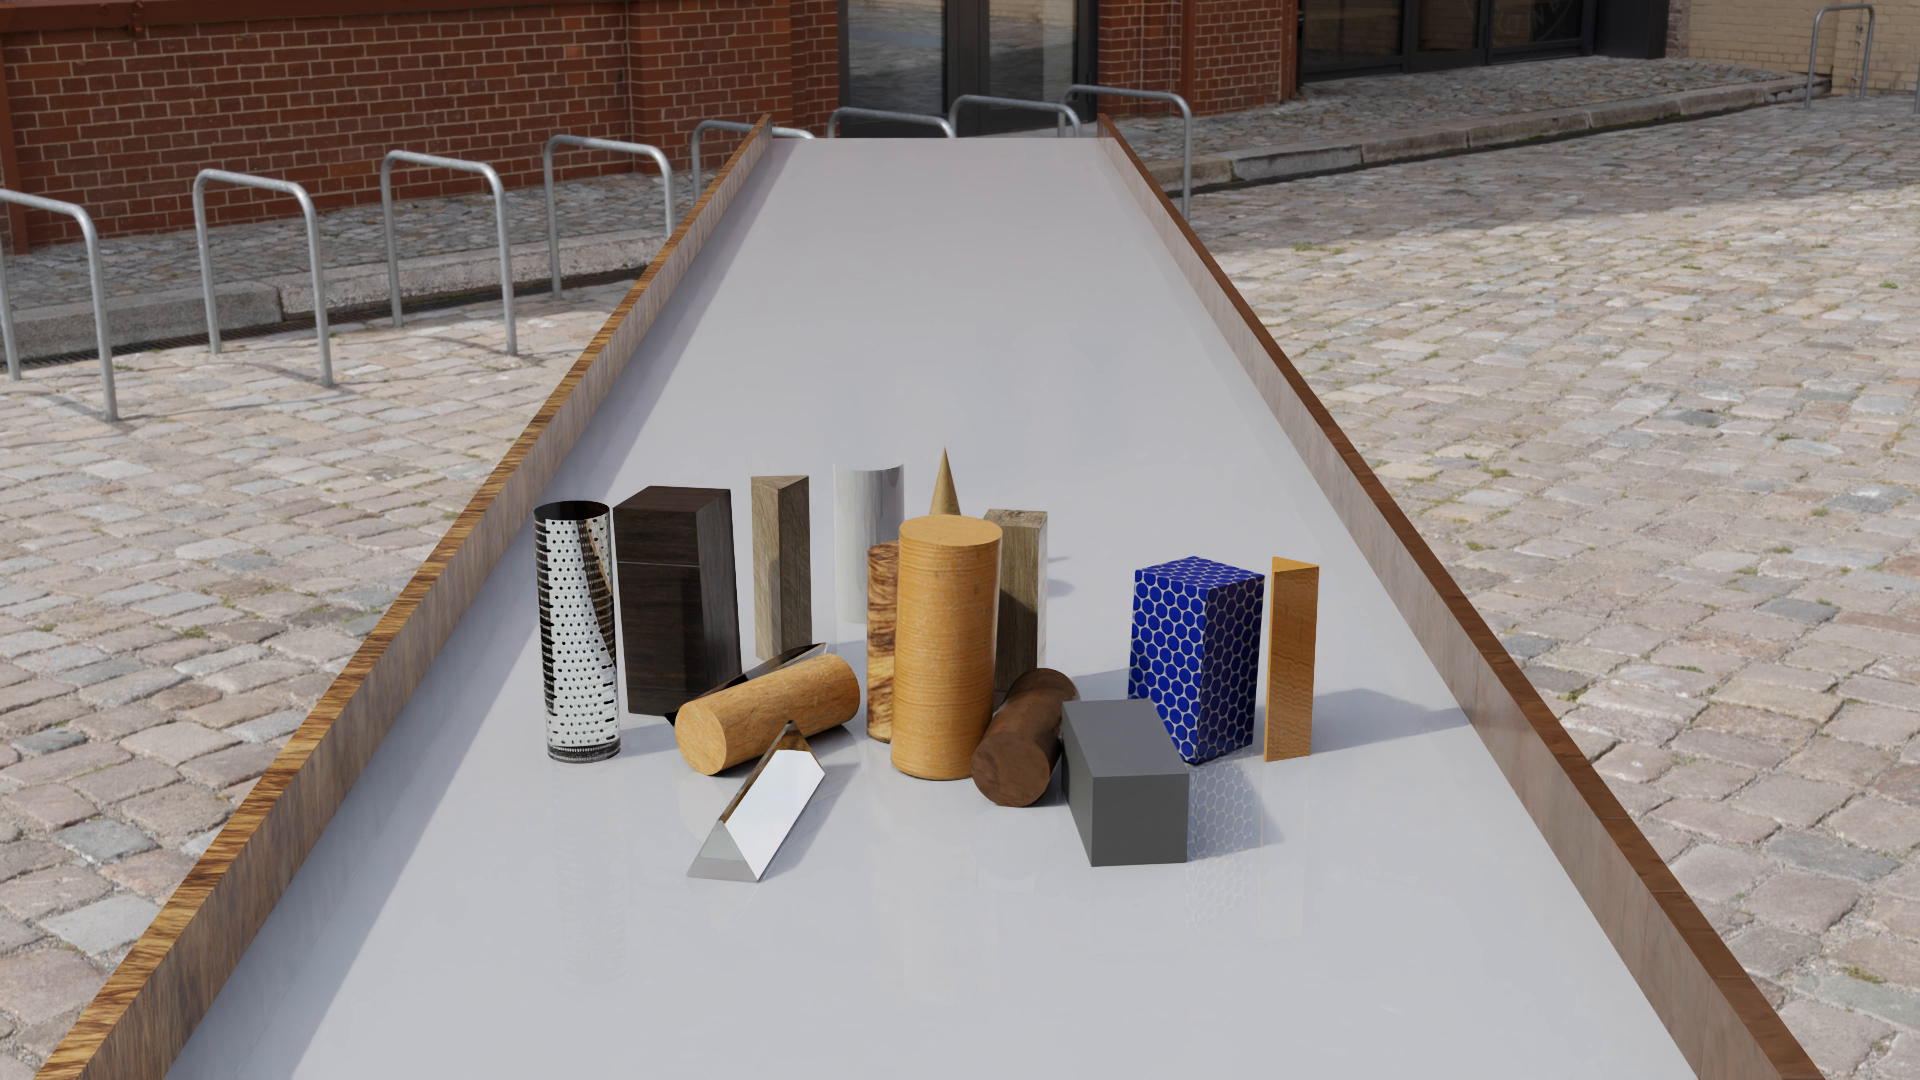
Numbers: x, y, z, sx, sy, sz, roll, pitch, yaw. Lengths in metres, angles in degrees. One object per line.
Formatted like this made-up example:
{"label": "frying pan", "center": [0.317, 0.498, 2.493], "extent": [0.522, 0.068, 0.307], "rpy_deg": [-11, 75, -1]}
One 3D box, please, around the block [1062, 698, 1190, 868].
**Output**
{"label": "block", "center": [0.268, 0.395, 3.629], "extent": [0.153, 0.153, 0.335], "rpy_deg": [-2, 17, -5]}

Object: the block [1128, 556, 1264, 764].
{"label": "block", "center": [0.421, 0.211, 3.945], "extent": [0.163, 0.317, 0.163], "rpy_deg": [-12, 20, -43]}

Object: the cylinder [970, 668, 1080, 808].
{"label": "cylinder", "center": [0.119, 0.341, 3.843], "extent": [0.136, 0.136, 0.323], "rpy_deg": [4, 17, 12]}

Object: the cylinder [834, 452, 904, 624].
{"label": "cylinder", "center": [-0.191, -0.004, 4.653], "extent": [0.148, 0.334, 0.148], "rpy_deg": [0, 17, 0]}

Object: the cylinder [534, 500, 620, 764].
{"label": "cylinder", "center": [-0.676, 0.163, 3.893], "extent": [0.131, 0.448, 0.131], "rpy_deg": [0, 17, 0]}

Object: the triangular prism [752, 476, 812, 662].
{"label": "triangular prism", "center": [-0.340, 0.060, 4.368], "extent": [0.097, 0.375, 0.112], "rpy_deg": [-11, 20, -32]}

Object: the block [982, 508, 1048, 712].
{"label": "block", "center": [0.099, 0.135, 4.132], "extent": [0.111, 0.366, 0.111], "rpy_deg": [3, 17, 10]}

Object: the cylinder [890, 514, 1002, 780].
{"label": "cylinder", "center": [-0.025, 0.186, 3.836], "extent": [0.178, 0.427, 0.178], "rpy_deg": [3, 18, -1]}

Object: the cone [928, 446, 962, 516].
{"label": "cone", "center": [-0.034, -0.065, 4.918], "extent": [0.138, 0.301, 0.138], "rpy_deg": [0, 17, 0]}

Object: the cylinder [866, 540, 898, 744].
{"label": "cylinder", "center": [-0.095, 0.186, 3.997], "extent": [0.149, 0.341, 0.149], "rpy_deg": [1, 17, 0]}

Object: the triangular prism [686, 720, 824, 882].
{"label": "triangular prism", "center": [-0.332, 0.421, 3.628], "extent": [0.115, 0.099, 0.435], "rpy_deg": [3, 17, 10]}

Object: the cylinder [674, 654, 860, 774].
{"label": "cylinder", "center": [-0.342, 0.310, 3.952], "extent": [0.133, 0.133, 0.333], "rpy_deg": [14, 22, 39]}

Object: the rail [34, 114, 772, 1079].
{"label": "rail", "center": [-1.118, -0.838, 7.780], "extent": [0.050, 0.150, 12.000], "rpy_deg": [0, 17, -1]}

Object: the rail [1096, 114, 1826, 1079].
{"label": "rail", "center": [0.932, -0.844, 7.801], "extent": [0.050, 0.150, 12.000], "rpy_deg": [0, 17, -1]}

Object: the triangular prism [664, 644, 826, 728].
{"label": "triangular prism", "center": [-0.381, 0.273, 4.101], "extent": [0.089, 0.077, 0.405], "rpy_deg": [48, 32, 10]}

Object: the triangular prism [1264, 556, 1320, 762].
{"label": "triangular prism", "center": [0.569, 0.209, 3.903], "extent": [0.093, 0.354, 0.080], "rpy_deg": [-6, 18, -21]}

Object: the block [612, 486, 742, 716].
{"label": "block", "center": [-0.527, 0.115, 4.131], "extent": [0.165, 0.399, 0.165], "rpy_deg": [3, 17, 16]}
